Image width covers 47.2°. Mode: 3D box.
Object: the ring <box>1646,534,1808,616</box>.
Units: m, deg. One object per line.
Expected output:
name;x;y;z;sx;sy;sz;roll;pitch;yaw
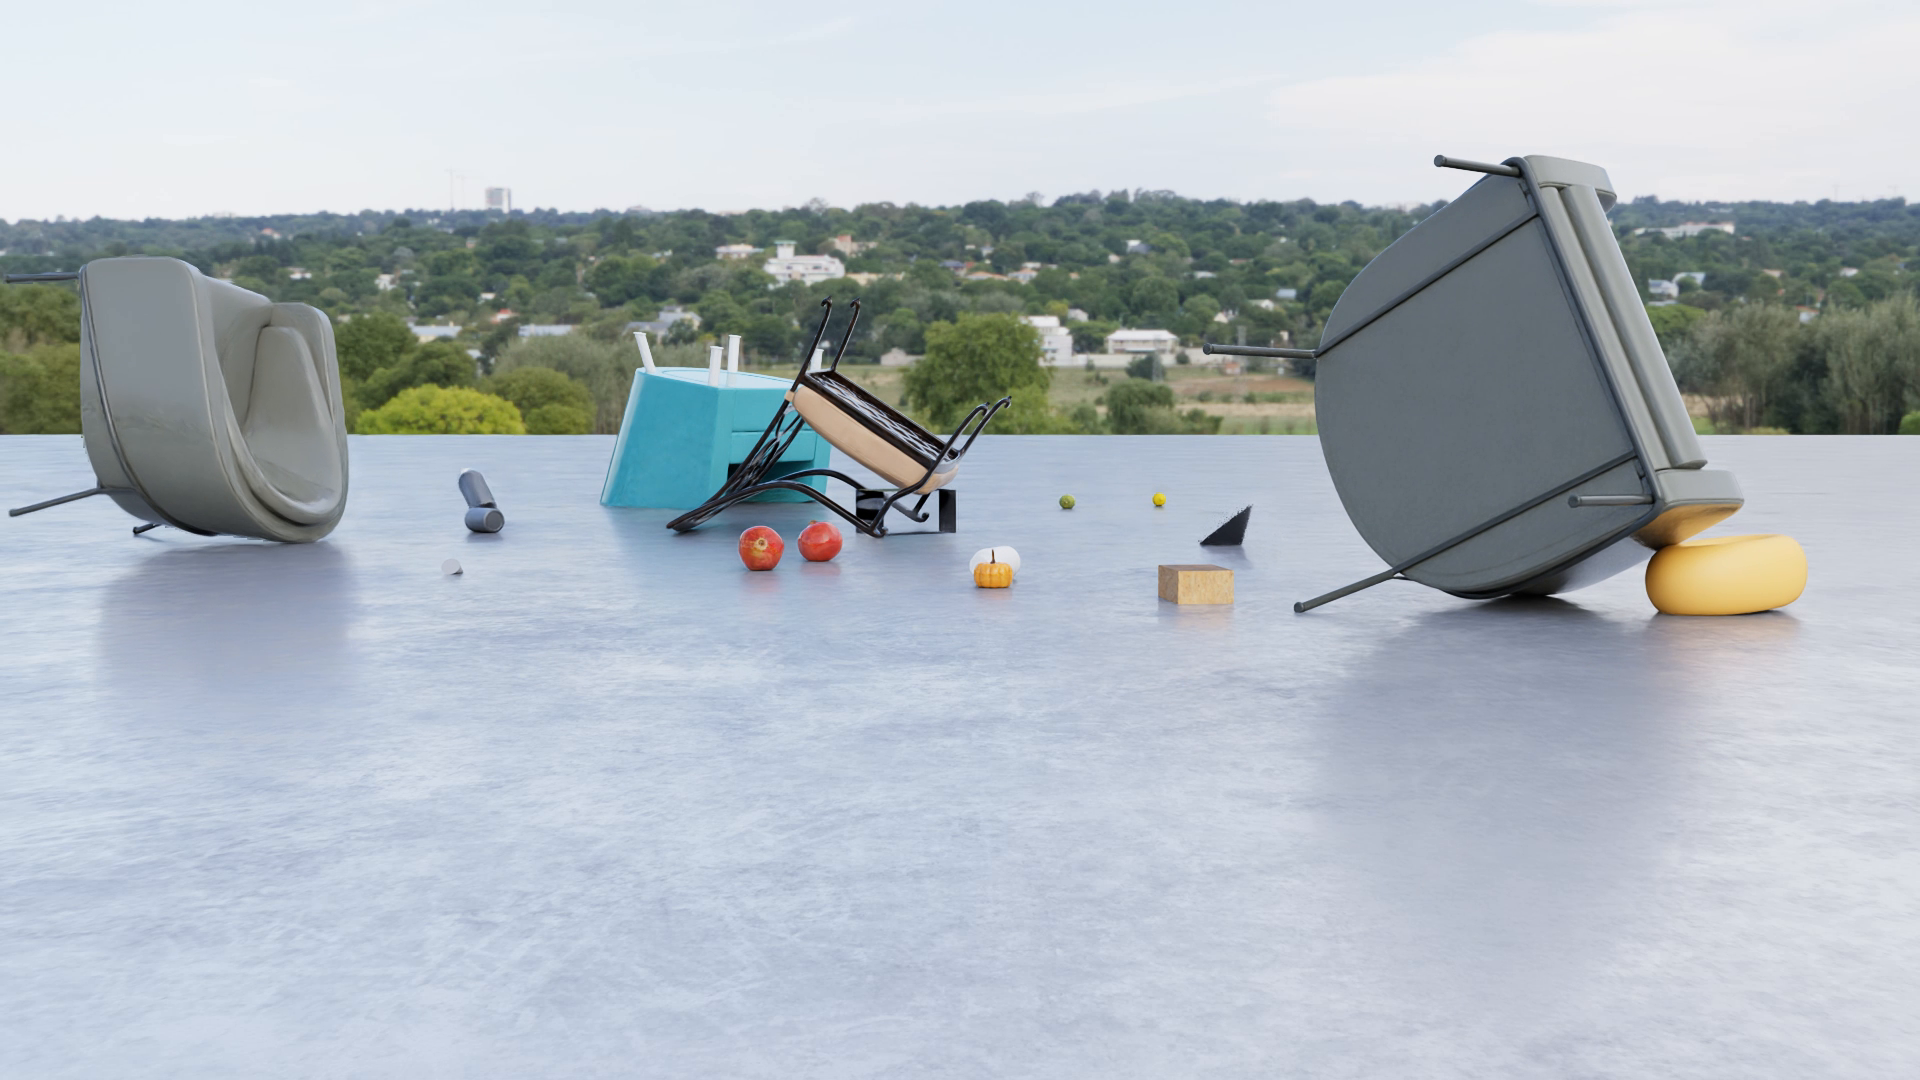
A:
ring;1.557;0.071;4.464;0.390;0.143;0.246;-6;3;-31

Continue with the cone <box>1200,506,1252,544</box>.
cone;0.790;-0.016;6.348;0.194;0.074;0.190;-34;-6;-25

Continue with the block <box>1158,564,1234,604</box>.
block;0.501;0.093;4.683;0.119;0.069;0.170;-1;4;-9

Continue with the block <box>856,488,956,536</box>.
block;-0.169;-0.090;6.861;0.262;0.136;0.174;-2;5;-32

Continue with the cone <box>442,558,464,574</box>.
cone;-1.227;0.072;5.366;0.061;0.039;0.049;0;-18;30
